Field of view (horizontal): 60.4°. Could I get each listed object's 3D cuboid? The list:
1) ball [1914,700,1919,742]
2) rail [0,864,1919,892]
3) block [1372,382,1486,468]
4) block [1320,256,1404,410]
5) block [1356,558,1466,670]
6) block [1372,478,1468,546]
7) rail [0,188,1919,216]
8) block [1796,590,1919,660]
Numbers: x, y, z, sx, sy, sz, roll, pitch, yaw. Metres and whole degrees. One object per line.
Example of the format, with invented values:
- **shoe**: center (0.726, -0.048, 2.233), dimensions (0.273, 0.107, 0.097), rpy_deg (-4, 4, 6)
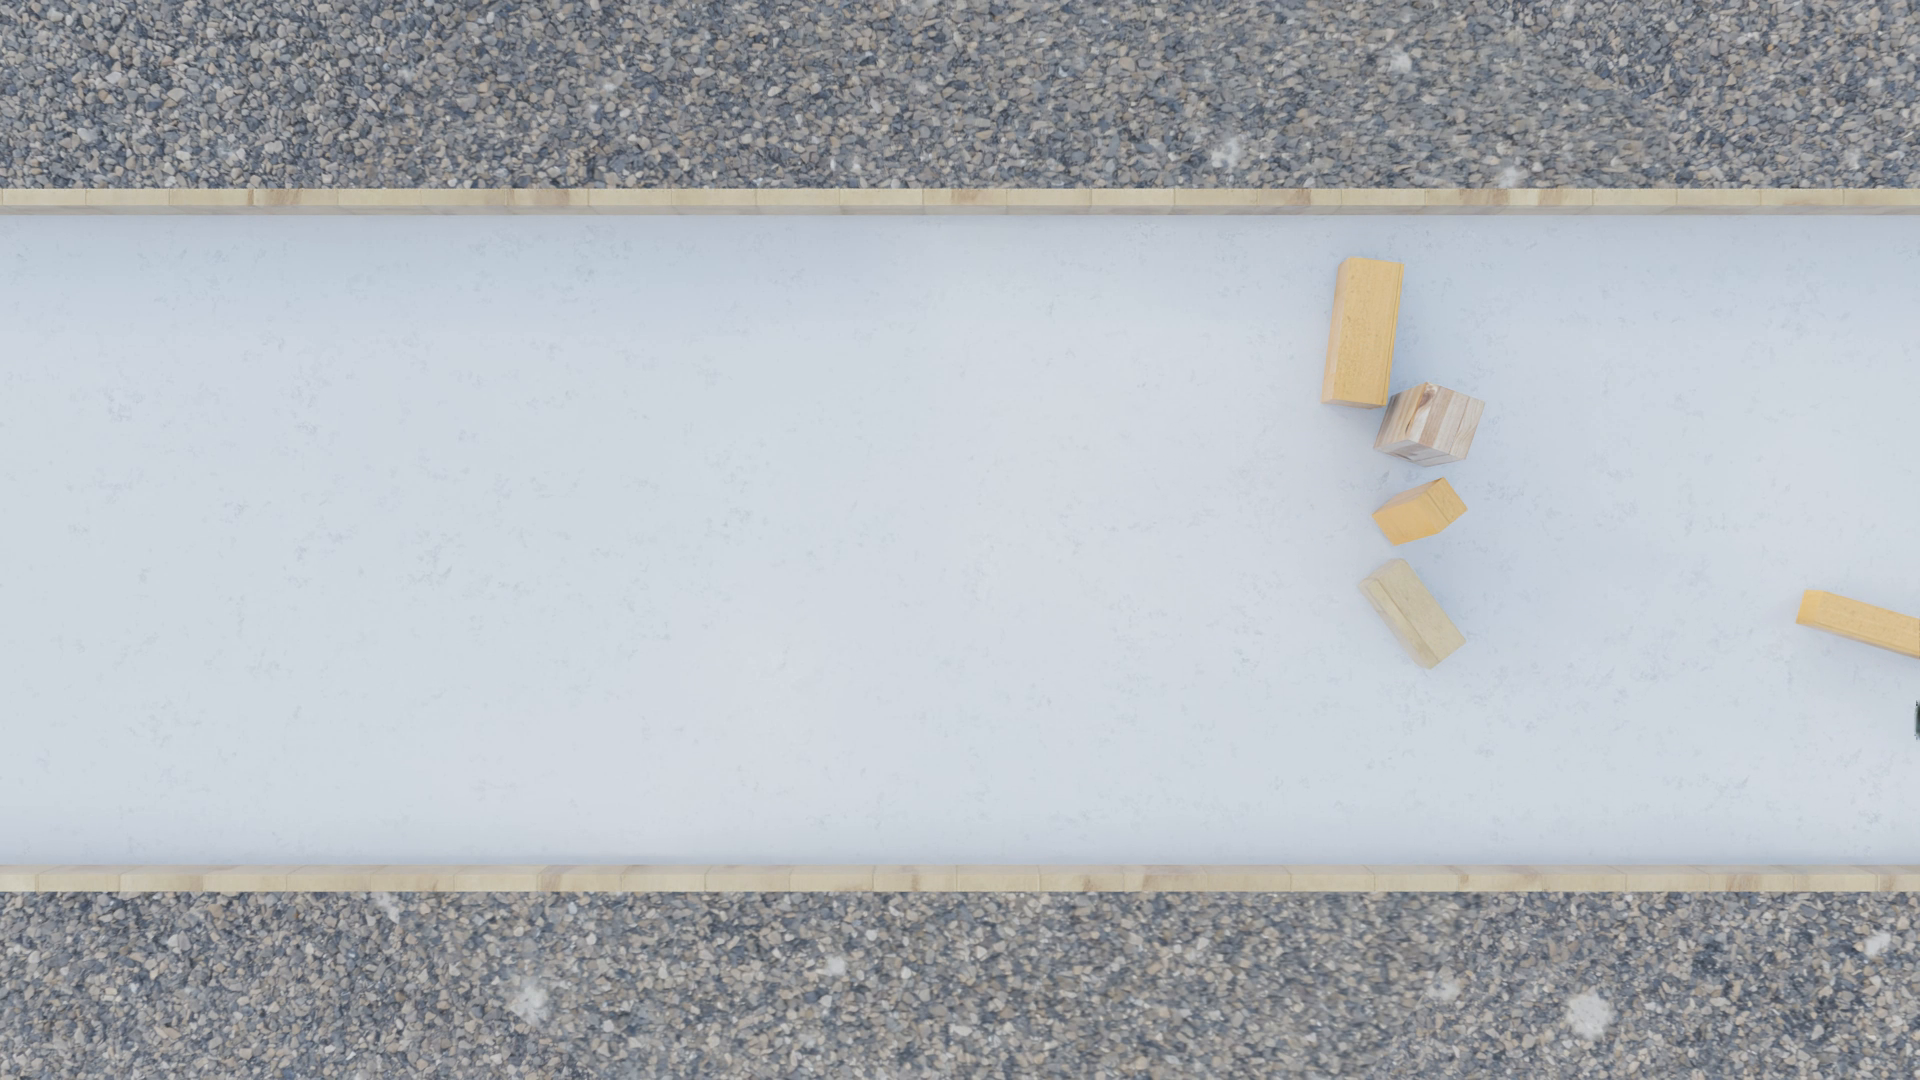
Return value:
- **ball**: center (3.034, 0.546, 4.909), dimensions (0.334, 0.334, 0.334), rpy_deg (0, 90, 0)
- **rail**: center (-2.247, 1.025, 5.001), dimensions (12.000, 0.150, 0.050), rpy_deg (0, 90, 0)
- **block**: center (1.375, -0.335, 4.859), dimensions (0.173, 0.432, 0.173), rpy_deg (20, 90, 1)
- **block**: center (1.217, -0.622, 4.995), dimensions (0.163, 0.163, 0.427), rpy_deg (7, 90, 0)
- **block**: center (1.370, 0.222, 5.007), dimensions (0.138, 0.138, 0.313), rpy_deg (-37, 90, 0)
- **block**: center (1.366, -0.082, 4.916), dimensions (0.118, 0.303, 0.118), rpy_deg (-37, 90, -12)
- **rail**: center (-2.247, -1.025, 5.002), dimensions (12.000, 0.150, 0.050), rpy_deg (0, 90, 0)
- **block**: center (2.806, 0.269, 5.023), dimensions (0.458, 0.108, 0.108), rpy_deg (16, 90, 0)
